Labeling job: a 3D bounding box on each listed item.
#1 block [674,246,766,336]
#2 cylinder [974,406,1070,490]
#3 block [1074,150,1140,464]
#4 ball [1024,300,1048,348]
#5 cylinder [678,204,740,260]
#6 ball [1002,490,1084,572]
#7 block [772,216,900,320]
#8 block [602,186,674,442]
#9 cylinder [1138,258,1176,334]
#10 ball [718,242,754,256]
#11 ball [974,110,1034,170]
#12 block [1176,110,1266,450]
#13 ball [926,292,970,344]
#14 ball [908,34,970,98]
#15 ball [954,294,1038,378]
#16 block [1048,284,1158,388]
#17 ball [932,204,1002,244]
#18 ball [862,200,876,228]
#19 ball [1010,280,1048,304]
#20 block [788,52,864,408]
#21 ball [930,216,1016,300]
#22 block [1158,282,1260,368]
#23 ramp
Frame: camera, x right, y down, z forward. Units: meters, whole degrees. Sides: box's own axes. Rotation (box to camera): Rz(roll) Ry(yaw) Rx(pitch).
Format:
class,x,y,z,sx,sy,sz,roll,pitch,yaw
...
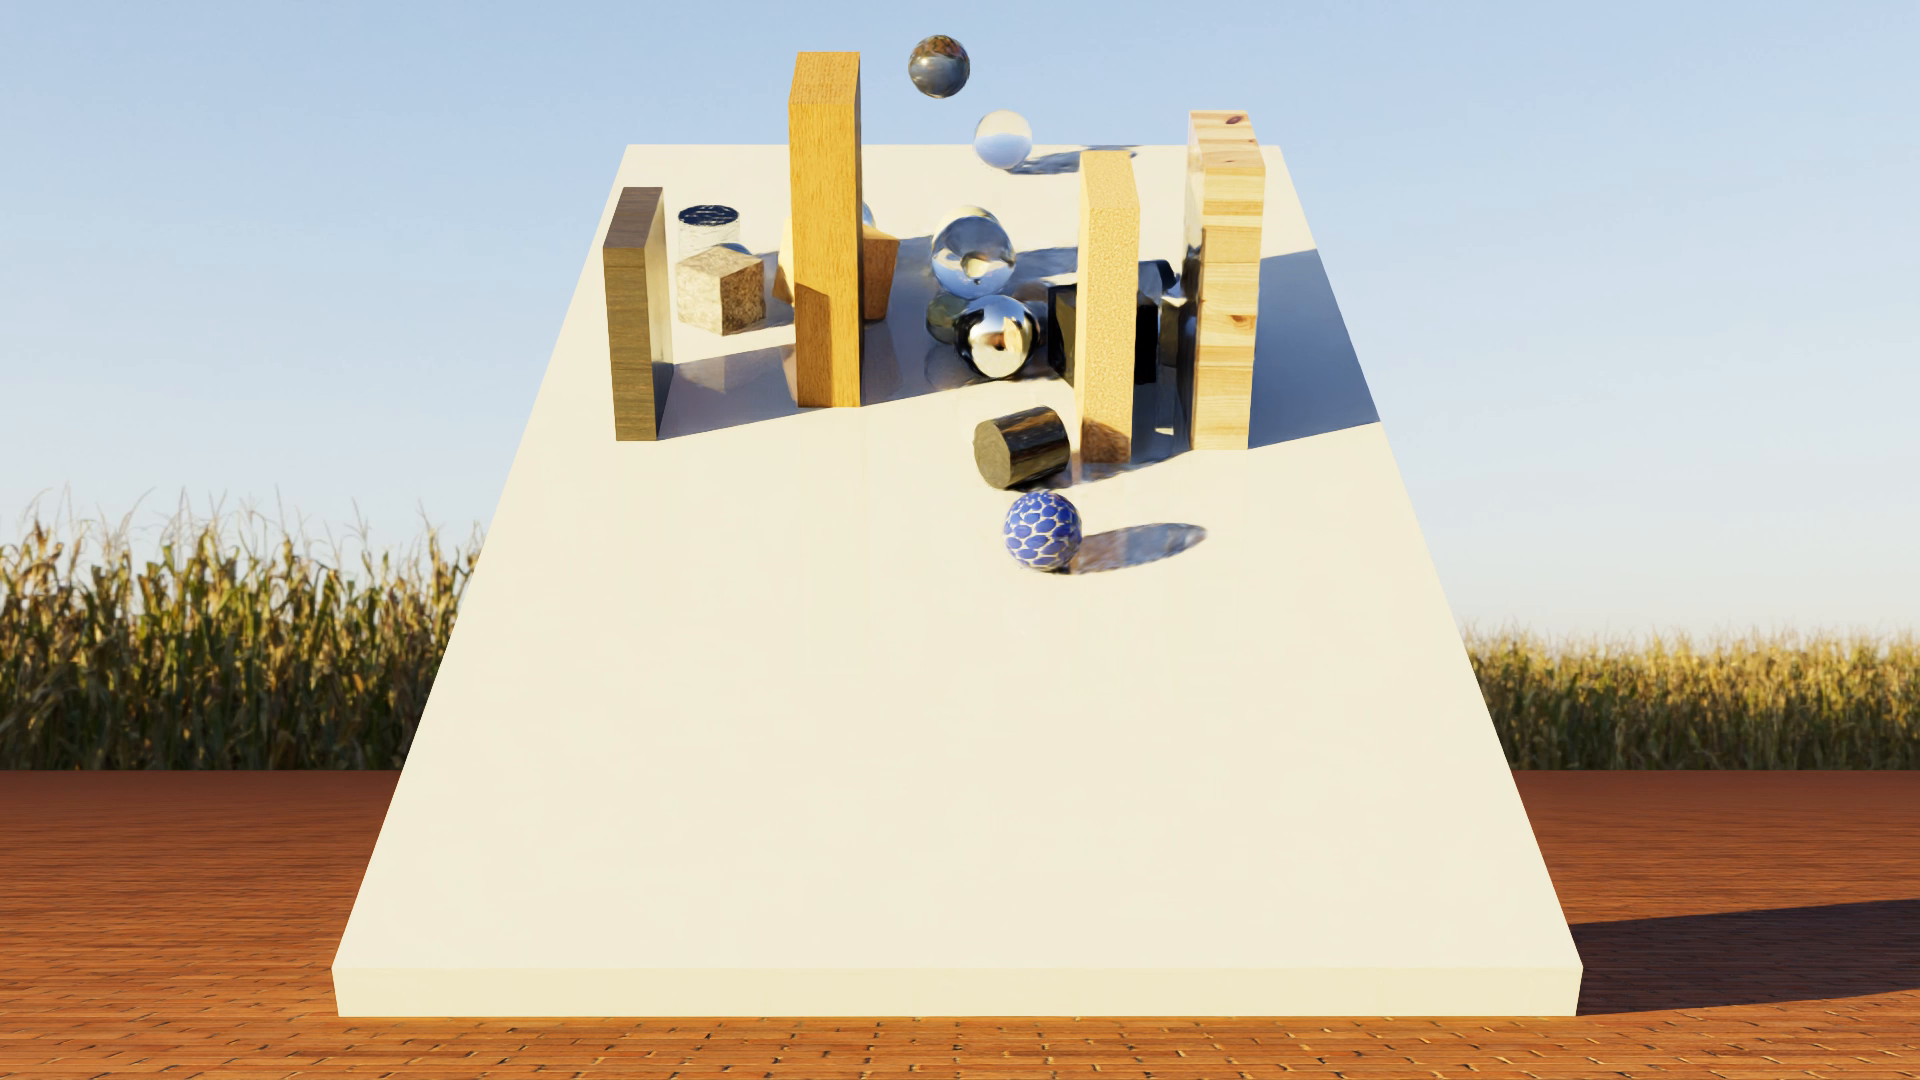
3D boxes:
class,x,y,z,sx,sy,sz,roll,pitch,yaw
block,-0.611,-0.636,6.099,0.159,0.159,0.159,21,35,34
cylinder,0.136,-0.206,5.307,0.155,0.155,0.155,-16,3,-28
block,0.331,-0.530,5.430,0.109,0.611,0.372,0,28,0
ball,0.187,-0.538,5.963,0.119,0.119,0.119,0,-5,0
cylinder,-0.668,-0.788,6.376,0.164,0.164,0.164,0,28,0
ball,0.171,-0.019,4.949,0.167,0.167,0.167,0,-5,0
block,-0.318,-0.695,6.110,0.210,0.210,0.210,-7,26,-43
block,-0.746,-0.529,5.567,0.093,0.475,0.393,0,28,0
cylinder,0.428,-0.604,6.014,0.190,0.190,0.190,-7,-4,-13
ball,-0.601,-0.712,6.263,0.137,0.137,0.137,0,-5,0
ball,0.128,-1.185,7.076,0.177,0.177,0.177,0,-5,0
block,0.593,-0.598,5.487,0.131,0.679,0.391,0,28,0
ball,-0.022,-0.554,5.980,0.131,0.131,0.131,0,-5,0
ball,-0.060,-1.390,7.023,0.185,0.185,0.185,0,-5,0
ball,0.087,-0.493,5.792,0.202,0.202,0.202,0,-5,0
block,0.345,-0.498,5.805,0.201,0.201,0.201,-10,30,-18
ball,0.024,-0.793,6.358,0.194,0.194,0.194,0,-5,0
ball,-0.328,-0.836,6.422,0.206,0.206,0.206,0,-5,0
ball,0.185,-0.604,6.091,0.114,0.114,0.114,0,-5,0
block,-0.311,-0.737,5.673,0.147,0.743,0.403,0,28,0
ball,0.032,-0.688,5.835,0.207,0.207,0.207,0,-5,0
block,0.614,-0.531,5.886,0.182,0.182,0.182,14,31,24
ramp,-0.012,-0.221,5.605,2.000,0.100,4.000,0,28,0
